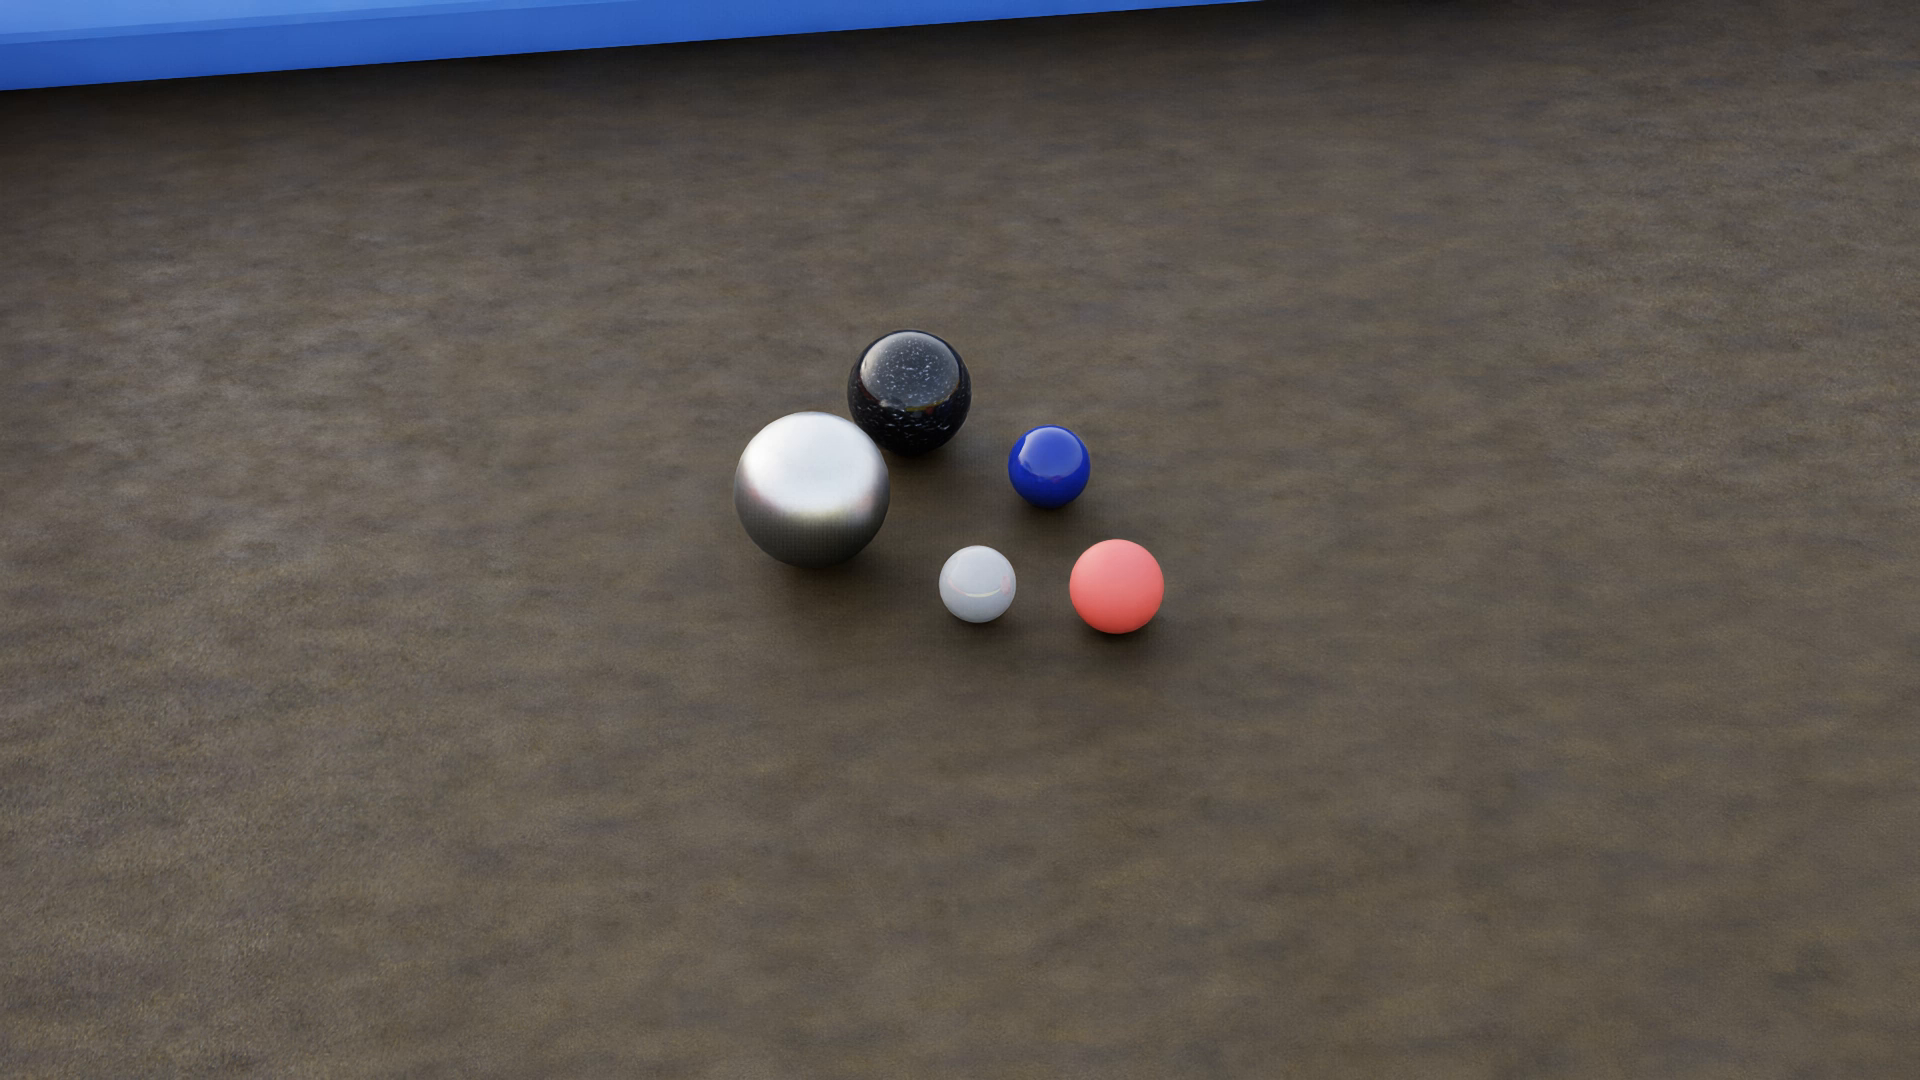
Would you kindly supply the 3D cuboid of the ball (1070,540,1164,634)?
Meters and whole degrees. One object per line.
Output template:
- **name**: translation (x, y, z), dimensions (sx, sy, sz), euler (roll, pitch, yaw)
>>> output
- **ball**: translation (0.097, 0.029, 1.584), dimensions (0.059, 0.059, 0.059), euler (0, 36, 0)

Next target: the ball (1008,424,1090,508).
- **ball**: translation (0.059, -0.049, 1.694), dimensions (0.055, 0.055, 0.055), euler (0, 36, 0)

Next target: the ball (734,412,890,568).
- **ball**: translation (-0.094, -0.032, 1.633), dimensions (0.100, 0.100, 0.100), euler (0, 36, 0)

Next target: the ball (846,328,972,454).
- **ball**: translation (-0.034, -0.100, 1.739), dimensions (0.085, 0.085, 0.085), euler (0, 36, 0)

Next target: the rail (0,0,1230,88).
- **rail**: translation (0.603, -0.568, 2.344), dimensions (2.993, 0.130, 0.045), euler (-6, 36, -8)

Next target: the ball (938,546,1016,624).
- **ball**: translation (0.011, 0.027, 1.595), dimensions (0.048, 0.048, 0.048), euler (0, 36, 0)
